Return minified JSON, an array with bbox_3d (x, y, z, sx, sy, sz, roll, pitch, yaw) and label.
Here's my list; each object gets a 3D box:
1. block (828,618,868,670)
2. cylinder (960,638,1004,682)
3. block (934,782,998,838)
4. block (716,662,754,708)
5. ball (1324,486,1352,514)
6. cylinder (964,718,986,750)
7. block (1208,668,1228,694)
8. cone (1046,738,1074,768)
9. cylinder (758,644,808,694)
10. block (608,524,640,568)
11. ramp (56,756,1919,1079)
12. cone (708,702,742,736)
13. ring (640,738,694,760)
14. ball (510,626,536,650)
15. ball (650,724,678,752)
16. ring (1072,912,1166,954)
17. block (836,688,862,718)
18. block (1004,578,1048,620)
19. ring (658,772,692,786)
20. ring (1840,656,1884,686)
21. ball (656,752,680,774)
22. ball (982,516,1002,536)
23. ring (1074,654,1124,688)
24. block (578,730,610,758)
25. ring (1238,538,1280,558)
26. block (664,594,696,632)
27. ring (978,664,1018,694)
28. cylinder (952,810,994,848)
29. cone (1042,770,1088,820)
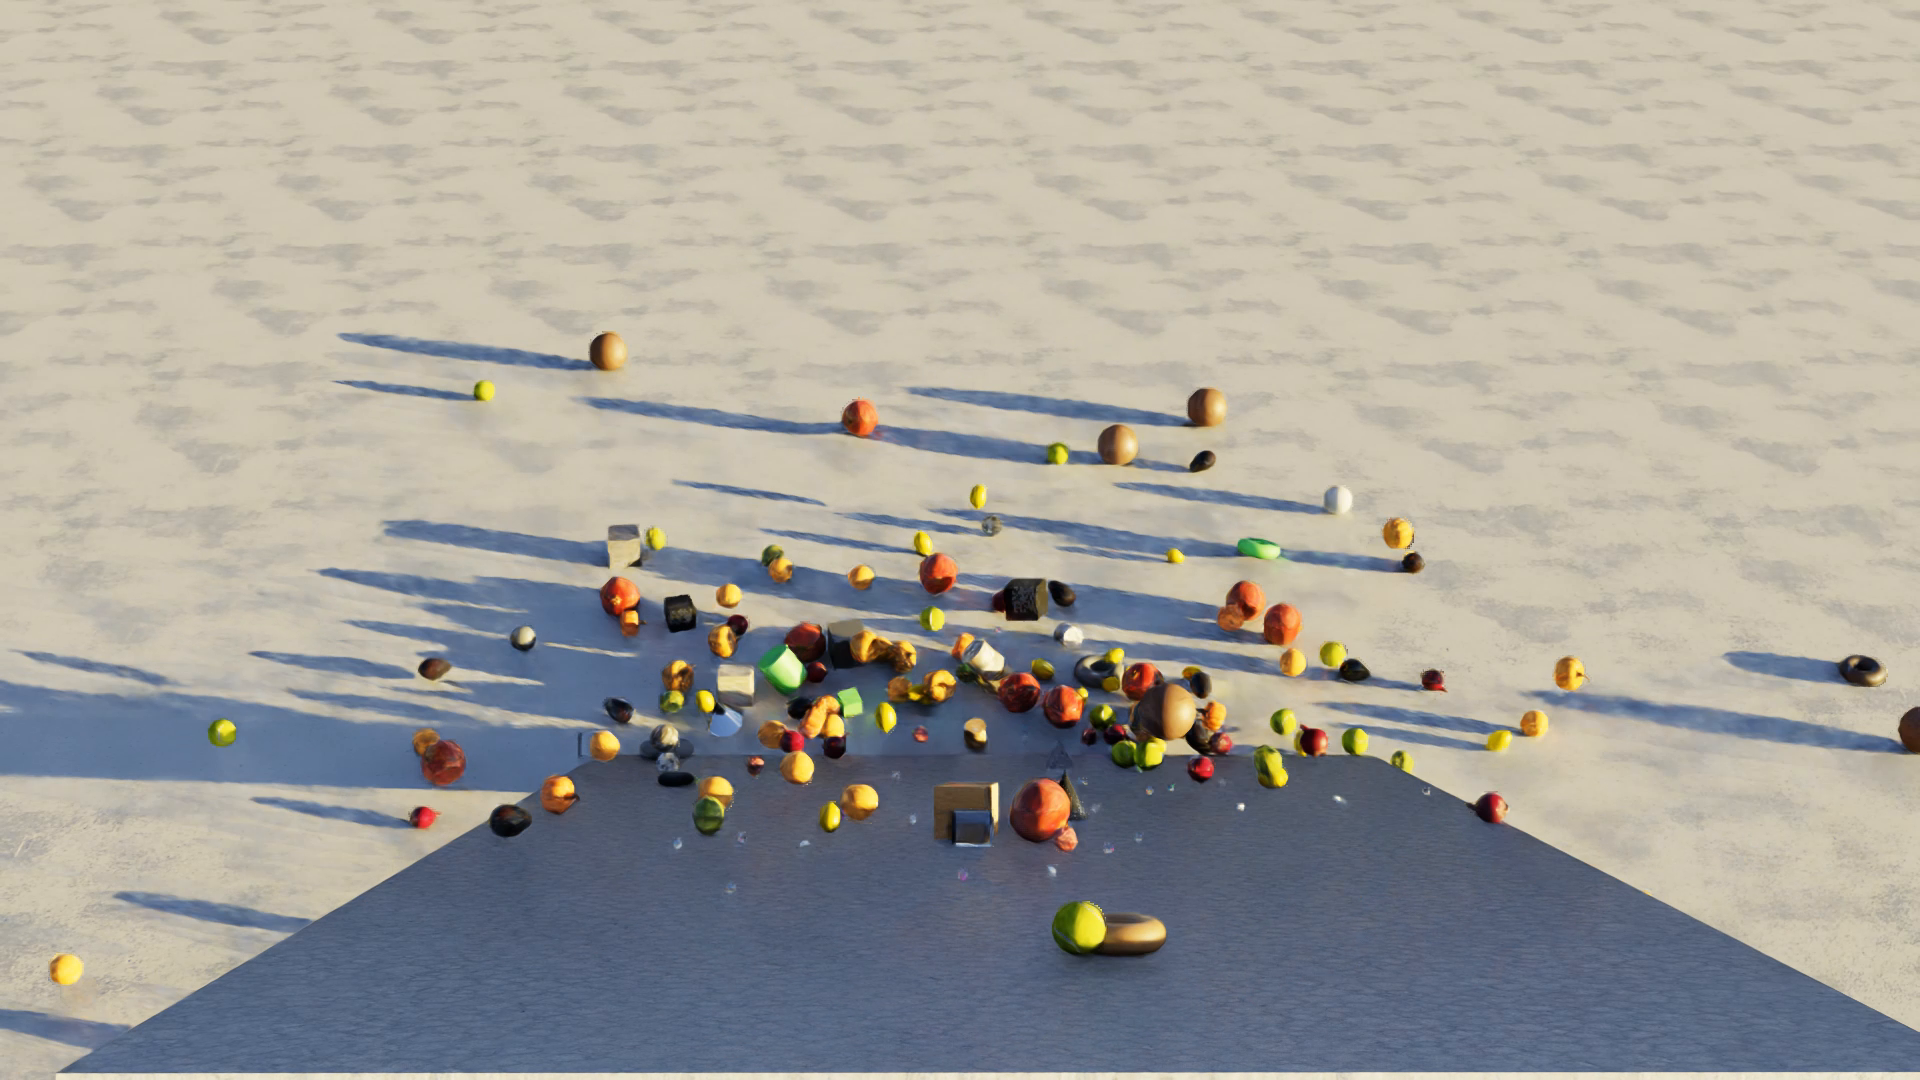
[{"bbox_3d":[-0.312,0.290,7.190,0.094,0.094,0.094,-7,35,-12],"label":"block"},{"bbox_3d":[0.062,0.326,7.013,0.085,0.085,0.085,-40,23,21],"label":"cylinder"},{"bbox_3d":[0.012,0.504,4.826,0.095,0.095,0.095,0,0,15],"label":"block"},{"bbox_3d":[-0.607,0.391,7.013,0.091,0.091,0.091,1,22,2],"label":"block"},{"bbox_3d":[1.154,-0.122,7.910,0.087,0.087,0.087,0,30,0],"label":"ball"},{"bbox_3d":[0.041,0.512,6.824,0.058,0.058,0.058,1,37,0],"label":"cylinder"},{"bbox_3d":[0.703,0.386,7.066,0.052,0.052,0.052,0,39,1],"label":"block"},{"bbox_3d":[0.244,0.518,6.324,0.071,0.071,0.071,0,0,0],"label":"cone"},{"bbox_3d":[-0.481,0.353,7.044,0.098,0.098,0.098,-32,22,14],"label":"cylinder"},{"bbox_3d":[-0.995,0.017,7.667,0.091,0.091,0.091,-4,30,-6],"label":"block"},{"bbox_3d":[0.068,0.602,4.663,2.000,0.100,4.000,0,0,0],"label":"ramp"},{"bbox_3d":[-0.632,0.454,6.841,0.095,0.095,0.095,-8,48,8],"label":"cone"},{"bbox_3d":[-0.746,0.532,6.585,0.139,0.046,0.139,0,1,0],"label":"ring"},{"bbox_3d":[-1.224,0.275,7.246,0.070,0.070,0.070,0,30,0],"label":"ball"},{"bbox_3d":[-0.741,0.497,6.496,0.071,0.071,0.071,0,30,0],"label":"ball"},{"bbox_3d":[0.214,0.528,3.472,0.127,0.042,0.127,-1,2,0],"label":"ring"},{"bbox_3d":[-0.298,0.438,6.968,0.051,0.051,0.051,-16,53,-19],"label":"block"},{"bbox_3d":[0.188,0.167,7.340,0.094,0.094,0.094,0,16,21],"label":"block"},{"bbox_3d":[-0.644,0.541,5.857,0.080,0.027,0.080,-1,0,0],"label":"ring"},{"bbox_3d":[2.485,0.360,7.130,0.122,0.041,0.122,1,31,0],"label":"ring"},{"bbox_3d":[-0.689,0.527,6.100,0.054,0.054,0.054,0,30,0],"label":"ball"},{"bbox_3d":[0.096,-0.044,7.800,0.062,0.062,0.062,0,30,0],"label":"ball"},{"bbox_3d":[0.384,0.362,7.120,0.141,0.047,0.141,1,29,-1],"label":"ring"},{"bbox_3d":[-0.938,0.523,6.627,0.064,0.064,0.064,0,0,11],"label":"block"},{"bbox_3d":[0.886,0.024,7.675,0.128,0.043,0.128,9,11,-2],"label":"ring"},{"bbox_3d":[-0.796,0.208,7.357,0.073,0.073,0.073,-10,32,-16],"label":"block"},{"bbox_3d":[0.103,0.380,7.095,0.112,0.037,0.112,-4,34,3],"label":"ring"},{"bbox_3d":[0.023,0.518,4.642,0.066,0.066,0.066,-1,30,8],"label":"cylinder"},{"bbox_3d":[0.209,0.505,5.143,0.094,0.094,0.094,0,0,0],"label":"cone"}]
